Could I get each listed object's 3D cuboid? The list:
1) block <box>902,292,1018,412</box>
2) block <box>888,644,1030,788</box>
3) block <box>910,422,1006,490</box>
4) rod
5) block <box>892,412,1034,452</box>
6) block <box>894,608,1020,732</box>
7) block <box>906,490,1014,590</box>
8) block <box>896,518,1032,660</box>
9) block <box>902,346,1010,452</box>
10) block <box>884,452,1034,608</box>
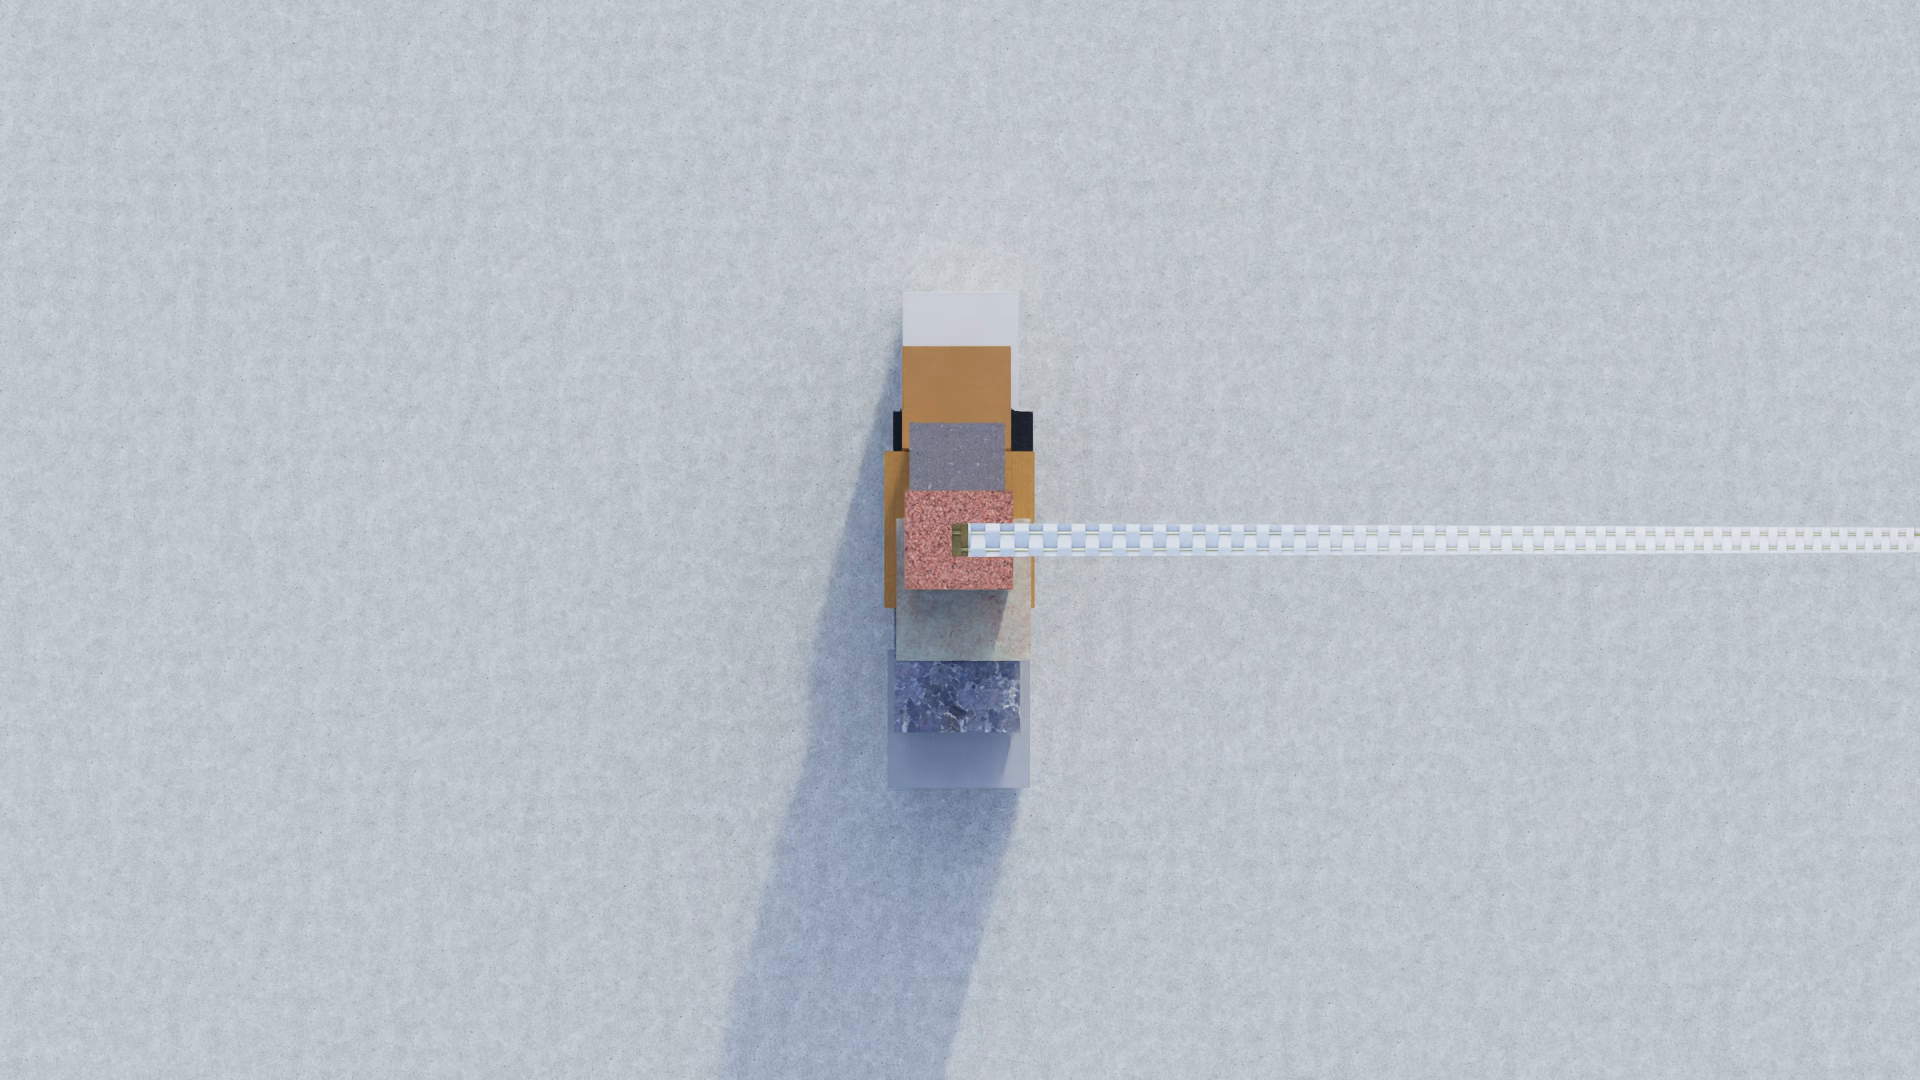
[{"bbox_3d":[0.004,-1.059,12.672,0.650,0.656,0.666,0,90,0],"label":"block"},{"bbox_3d":[-0.006,1.003,12.671,0.800,0.657,0.778,0,90,0],"label":"block"},{"bbox_3d":[-0.014,-0.351,11.225,0.480,0.422,0.472,0,90,0],"label":"block"},{"bbox_3d":[2.234,0.000,6.680,5.200,0.080,0.080,0,90,-31],"label":"rod"},{"bbox_3d":[0.017,-0.346,12.610,0.779,0.780,0.739,0,90,0],"label":"block"},{"bbox_3d":[-0.015,0.692,12.007,0.669,0.671,0.657,0,90,0],"label":"block"},{"bbox_3d":[-0.004,0.000,10.471,0.505,0.444,0.461,0,90,0],"label":"block"},{"bbox_3d":[0.018,0.241,11.065,0.655,0.743,0.692,0,90,0],"label":"block"},{"bbox_3d":[-0.018,-0.753,11.963,0.579,0.517,0.549,0,88,0],"label":"block"},{"bbox_3d":[-0.002,-0.054,11.828,0.781,0.784,0.815,0,90,0],"label":"block"}]
